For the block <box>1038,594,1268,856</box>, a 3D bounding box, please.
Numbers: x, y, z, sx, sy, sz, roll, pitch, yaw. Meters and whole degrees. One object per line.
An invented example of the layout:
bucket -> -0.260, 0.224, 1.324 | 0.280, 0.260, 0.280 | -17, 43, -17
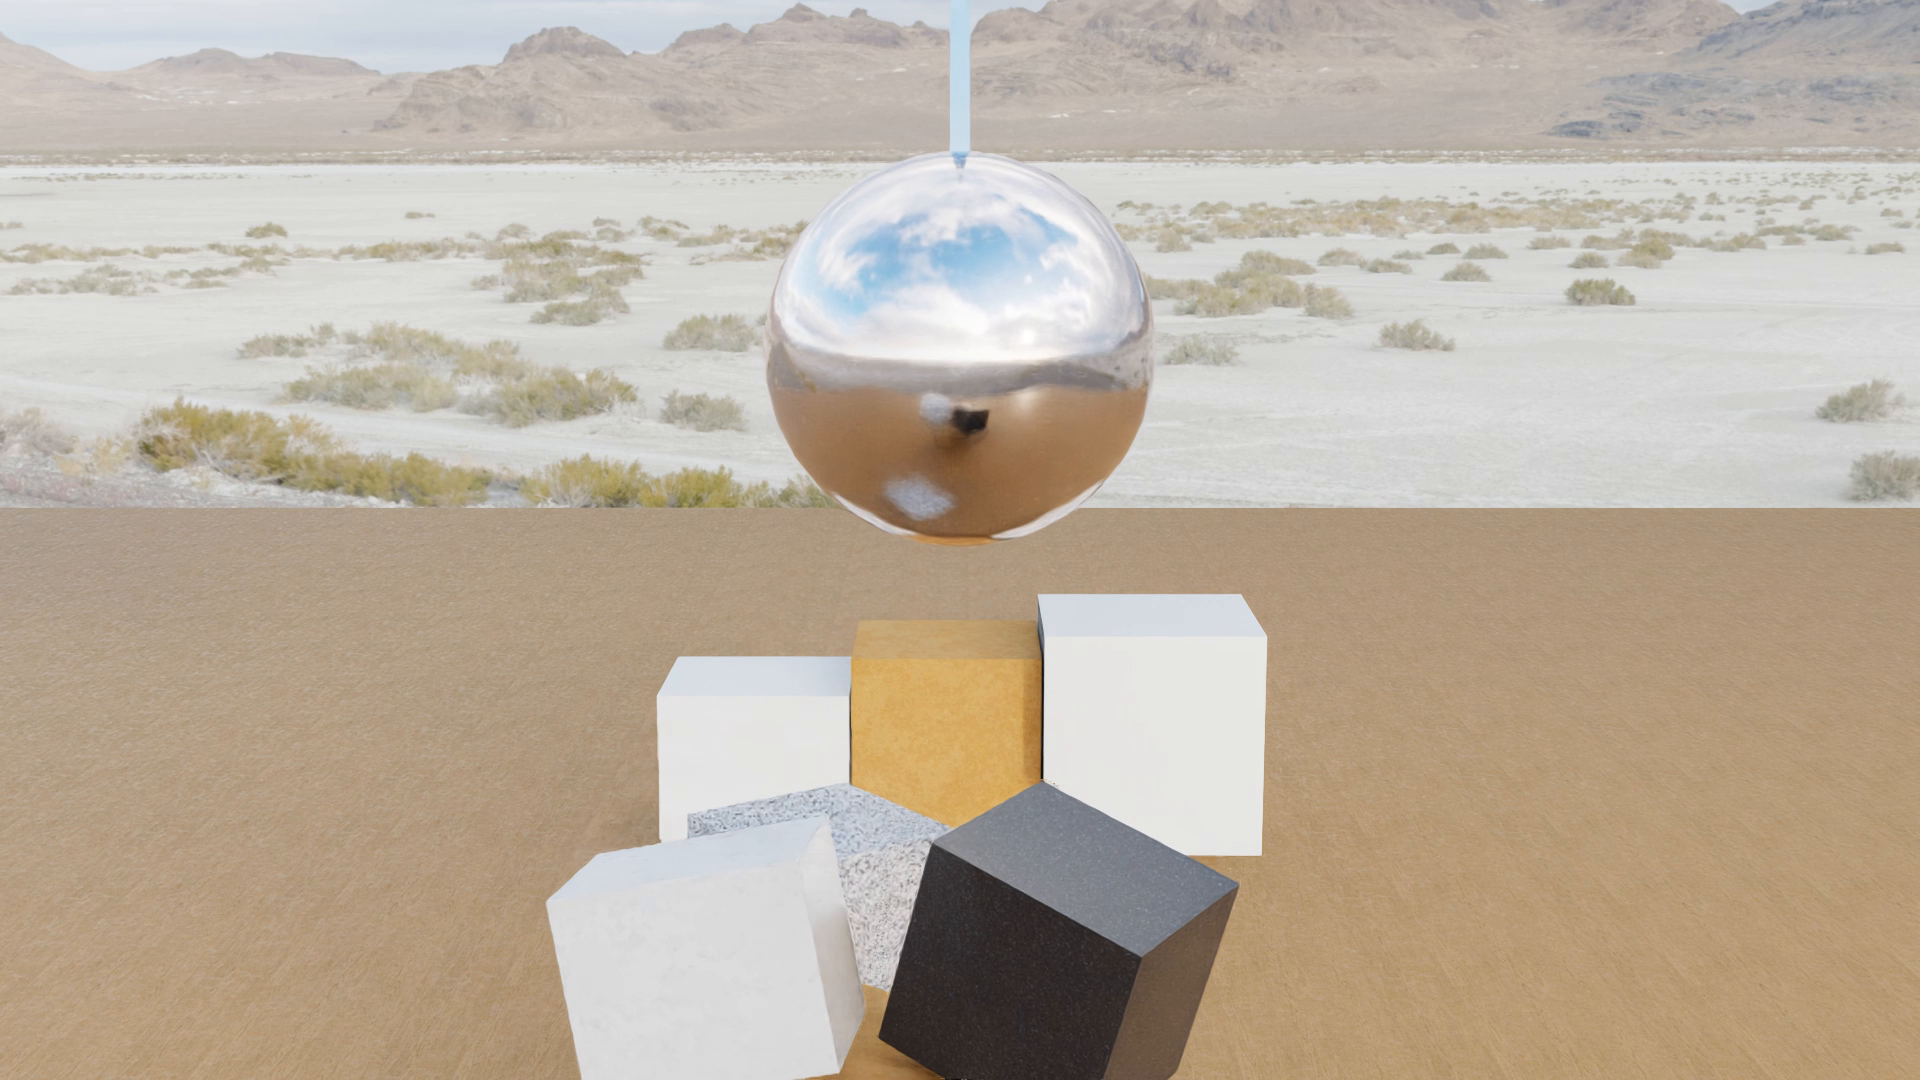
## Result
block -> 0.957, 0.929, 11.338 | 1.085, 1.115, 1.017 | 0, 10, 0

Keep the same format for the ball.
ball -> 0.000, -0.772, 8.955 | 1.600, 1.600, 1.600 | 0, 10, 0

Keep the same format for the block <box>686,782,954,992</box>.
block -> -0.550, 1.532, 8.819 | 0.761, 0.830, 0.822 | -7, 13, -35

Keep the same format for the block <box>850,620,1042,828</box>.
block -> -0.066, 0.988, 11.414 | 0.944, 0.972, 0.900 | 0, 10, 0

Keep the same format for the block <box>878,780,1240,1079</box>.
block -> 0.286, 1.221, 6.378 | 0.691, 0.665, 0.622 | 25, 23, 26

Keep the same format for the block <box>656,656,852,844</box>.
block -> -1.025, 1.088, 11.361 | 0.950, 0.795, 0.844 | 0, 10, 0

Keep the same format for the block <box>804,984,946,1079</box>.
block -> -0.258, 1.933, 6.587 | 0.755, 0.839, 0.791 | 8, 13, 38

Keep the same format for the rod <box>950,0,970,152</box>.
rod -> 0.000, -4.123, 9.527 | 0.080, 5.200, 0.080 | 0, -10, 0

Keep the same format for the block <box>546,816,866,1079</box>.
block -> -0.701, 1.187, 6.239 | 0.704, 0.595, 0.571 | -10, 4, 6
